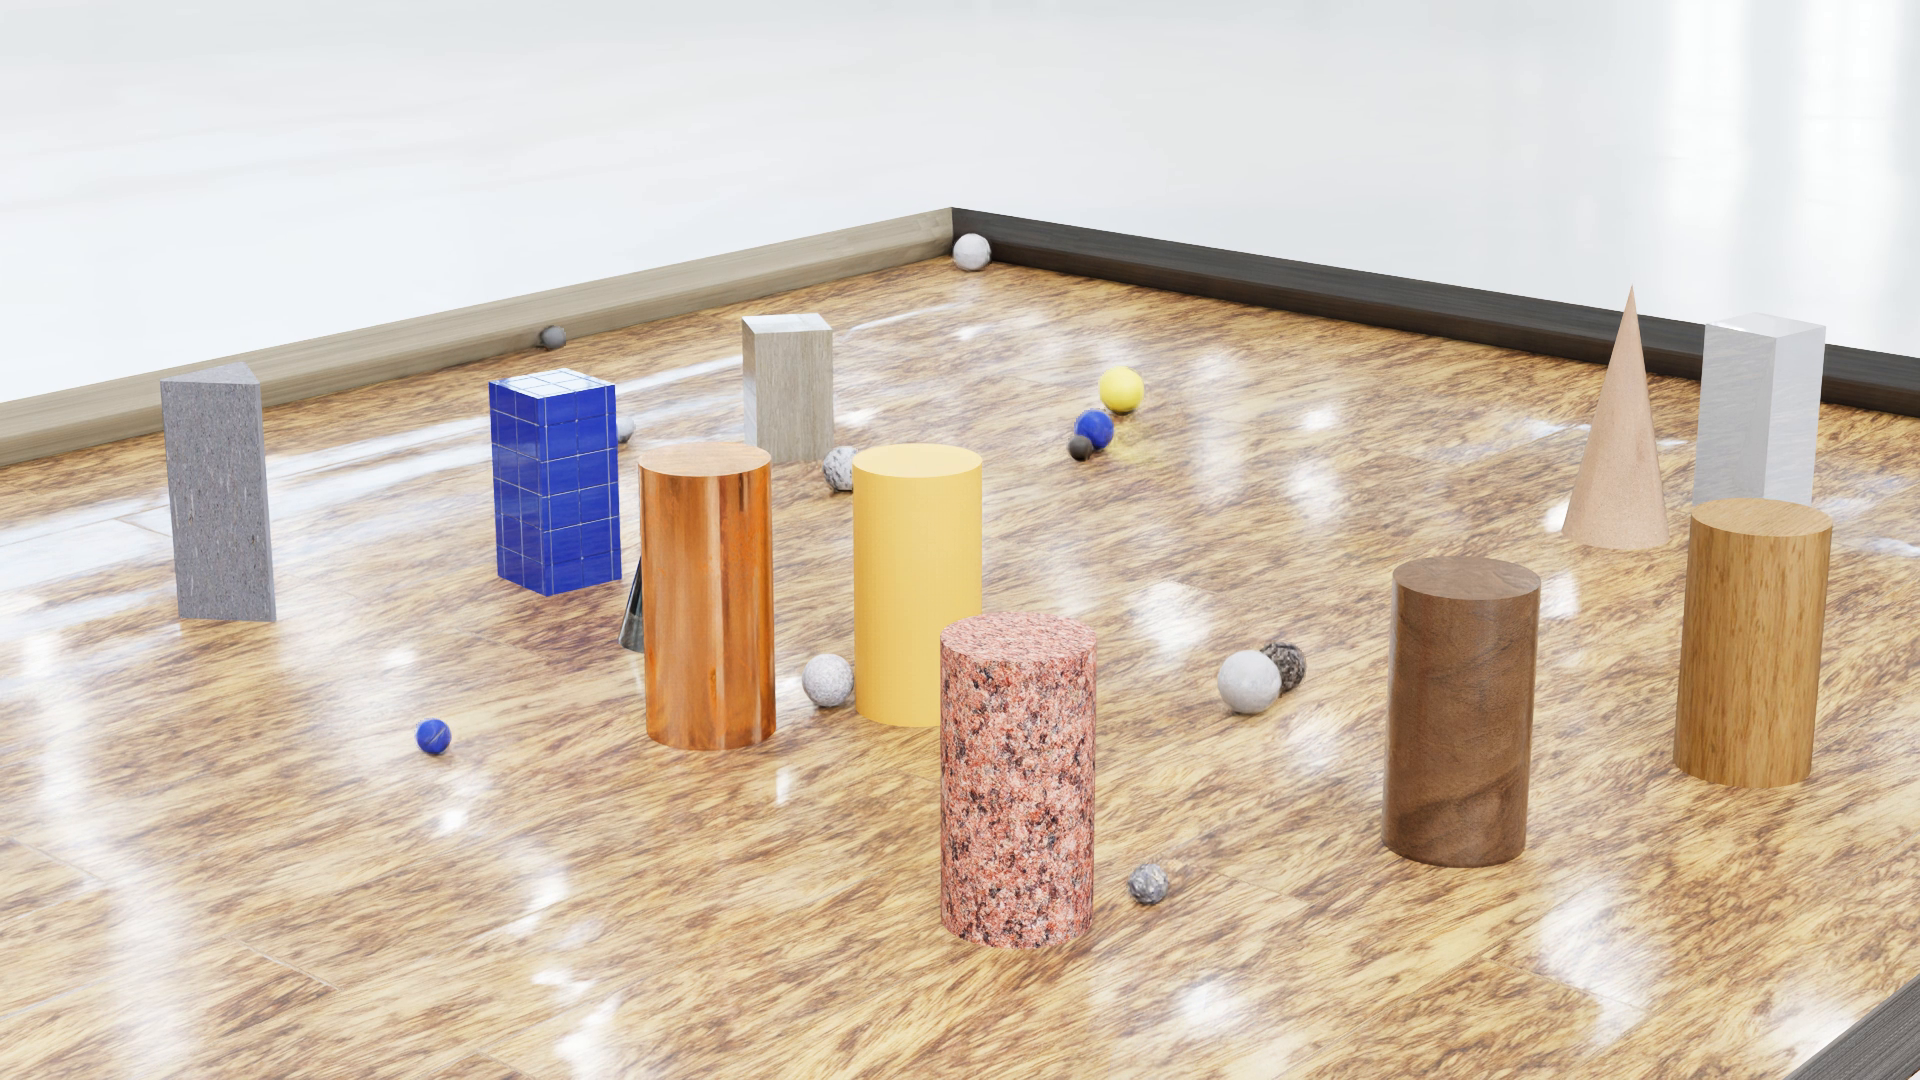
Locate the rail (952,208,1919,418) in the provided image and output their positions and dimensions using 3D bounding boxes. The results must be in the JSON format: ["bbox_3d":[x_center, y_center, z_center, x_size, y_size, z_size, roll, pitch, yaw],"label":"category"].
[{"bbox_3d":[1.492,-0.463,6.765,4.055,0.129,0.045,14,22,39],"label":"rail"}]

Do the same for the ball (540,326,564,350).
[{"bbox_3d":[-0.965,-0.478,6.946,0.054,0.054,0.054,0,17,0],"label":"ball"}]

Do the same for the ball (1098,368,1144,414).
[{"bbox_3d":[0.350,-0.324,6.358,0.099,0.099,0.099,0,17,0],"label":"ball"}]

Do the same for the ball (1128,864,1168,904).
[{"bbox_3d":[0.248,0.452,3.861,0.053,0.053,0.053,0,17,0],"label":"ball"}]

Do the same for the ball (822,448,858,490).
[{"bbox_3d":[-0.229,-0.140,5.771,0.085,0.085,0.085,0,17,0],"label":"ball"}]

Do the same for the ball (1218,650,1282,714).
[{"bbox_3d":[0.449,0.221,4.551,0.099,0.099,0.099,0,17,0],"label":"ball"}]

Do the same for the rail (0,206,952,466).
[{"bbox_3d":[-1.513,-0.346,6.378,0.045,0.129,4.598,14,22,39],"label":"rail"}]

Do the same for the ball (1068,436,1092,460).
[{"bbox_3d":[0.246,-0.188,5.991,0.051,0.051,0.051,0,17,0],"label":"ball"}]

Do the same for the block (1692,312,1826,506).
[{"bbox_3d":[1.529,-0.236,5.613,0.159,0.360,0.159,-14,21,-38],"label":"block"}]

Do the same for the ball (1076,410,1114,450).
[{"bbox_3d":[0.280,-0.228,6.072,0.081,0.081,0.081,0,17,0],"label":"ball"}]

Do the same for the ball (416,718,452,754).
[{"bbox_3d":[-0.788,0.294,4.388,0.053,0.053,0.053,0,17,0],"label":"ball"}]

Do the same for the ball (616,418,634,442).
[{"bbox_3d":[-0.708,-0.229,6.126,0.052,0.052,0.052,0,17,0],"label":"ball"}]

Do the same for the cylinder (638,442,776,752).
[{"bbox_3d":[-0.381,0.084,4.435,0.199,0.428,0.199,0,17,0],"label":"cylinder"}]

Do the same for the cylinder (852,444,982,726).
[{"bbox_3d":[-0.065,0.068,4.539,0.199,0.397,0.199,0,17,0],"label":"cylinder"}]

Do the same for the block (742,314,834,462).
[{"bbox_3d":[-0.354,-0.313,6.023,0.159,0.271,0.159,-4,17,-13],"label":"block"}]

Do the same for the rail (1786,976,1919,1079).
[{"bbox_3d":[1.513,0.411,3.862,0.045,0.129,4.598,14,22,39],"label":"rail"}]

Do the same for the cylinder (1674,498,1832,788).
[{"bbox_3d":[1.160,0.149,4.298,0.199,0.382,0.199,0,17,0],"label":"cylinder"}]

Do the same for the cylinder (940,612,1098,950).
[{"bbox_3d":[0.074,0.307,3.767,0.199,0.386,0.199,0,17,0],"label":"cylinder"}]

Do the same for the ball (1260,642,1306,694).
[{"bbox_3d":[0.506,0.202,4.644,0.081,0.081,0.081,0,17,0],"label":"ball"}]

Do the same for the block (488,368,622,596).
[{"bbox_3d":[-0.714,-0.104,5.182,0.159,0.357,0.159,-14,22,-38],"label":"block"}]

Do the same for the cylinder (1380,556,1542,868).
[{"bbox_3d":[0.684,0.234,4.016,0.199,0.383,0.199,0,17,0],"label":"cylinder"}]

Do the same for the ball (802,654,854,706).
[{"bbox_3d":[-0.206,0.219,4.584,0.083,0.083,0.083,0,17,0],"label":"ball"}]

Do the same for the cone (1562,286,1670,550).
[{"bbox_3d":[1.228,-0.241,5.424,0.199,0.480,0.199,0,17,0],"label":"cone"}]

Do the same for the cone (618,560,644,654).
[{"bbox_3d":[-0.475,0.003,4.868,0.199,0.333,0.199,0,17,0],"label":"cone"}]

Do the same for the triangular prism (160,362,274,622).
[{"bbox_3d":[-1.241,-0.085,5.016,0.172,0.416,0.149,2,17,8],"label":"triangular prism"}]

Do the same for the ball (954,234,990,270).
[{"bbox_3d":[0.032,-0.769,7.836,0.099,0.099,0.099,0,17,0],"label":"ball"}]
